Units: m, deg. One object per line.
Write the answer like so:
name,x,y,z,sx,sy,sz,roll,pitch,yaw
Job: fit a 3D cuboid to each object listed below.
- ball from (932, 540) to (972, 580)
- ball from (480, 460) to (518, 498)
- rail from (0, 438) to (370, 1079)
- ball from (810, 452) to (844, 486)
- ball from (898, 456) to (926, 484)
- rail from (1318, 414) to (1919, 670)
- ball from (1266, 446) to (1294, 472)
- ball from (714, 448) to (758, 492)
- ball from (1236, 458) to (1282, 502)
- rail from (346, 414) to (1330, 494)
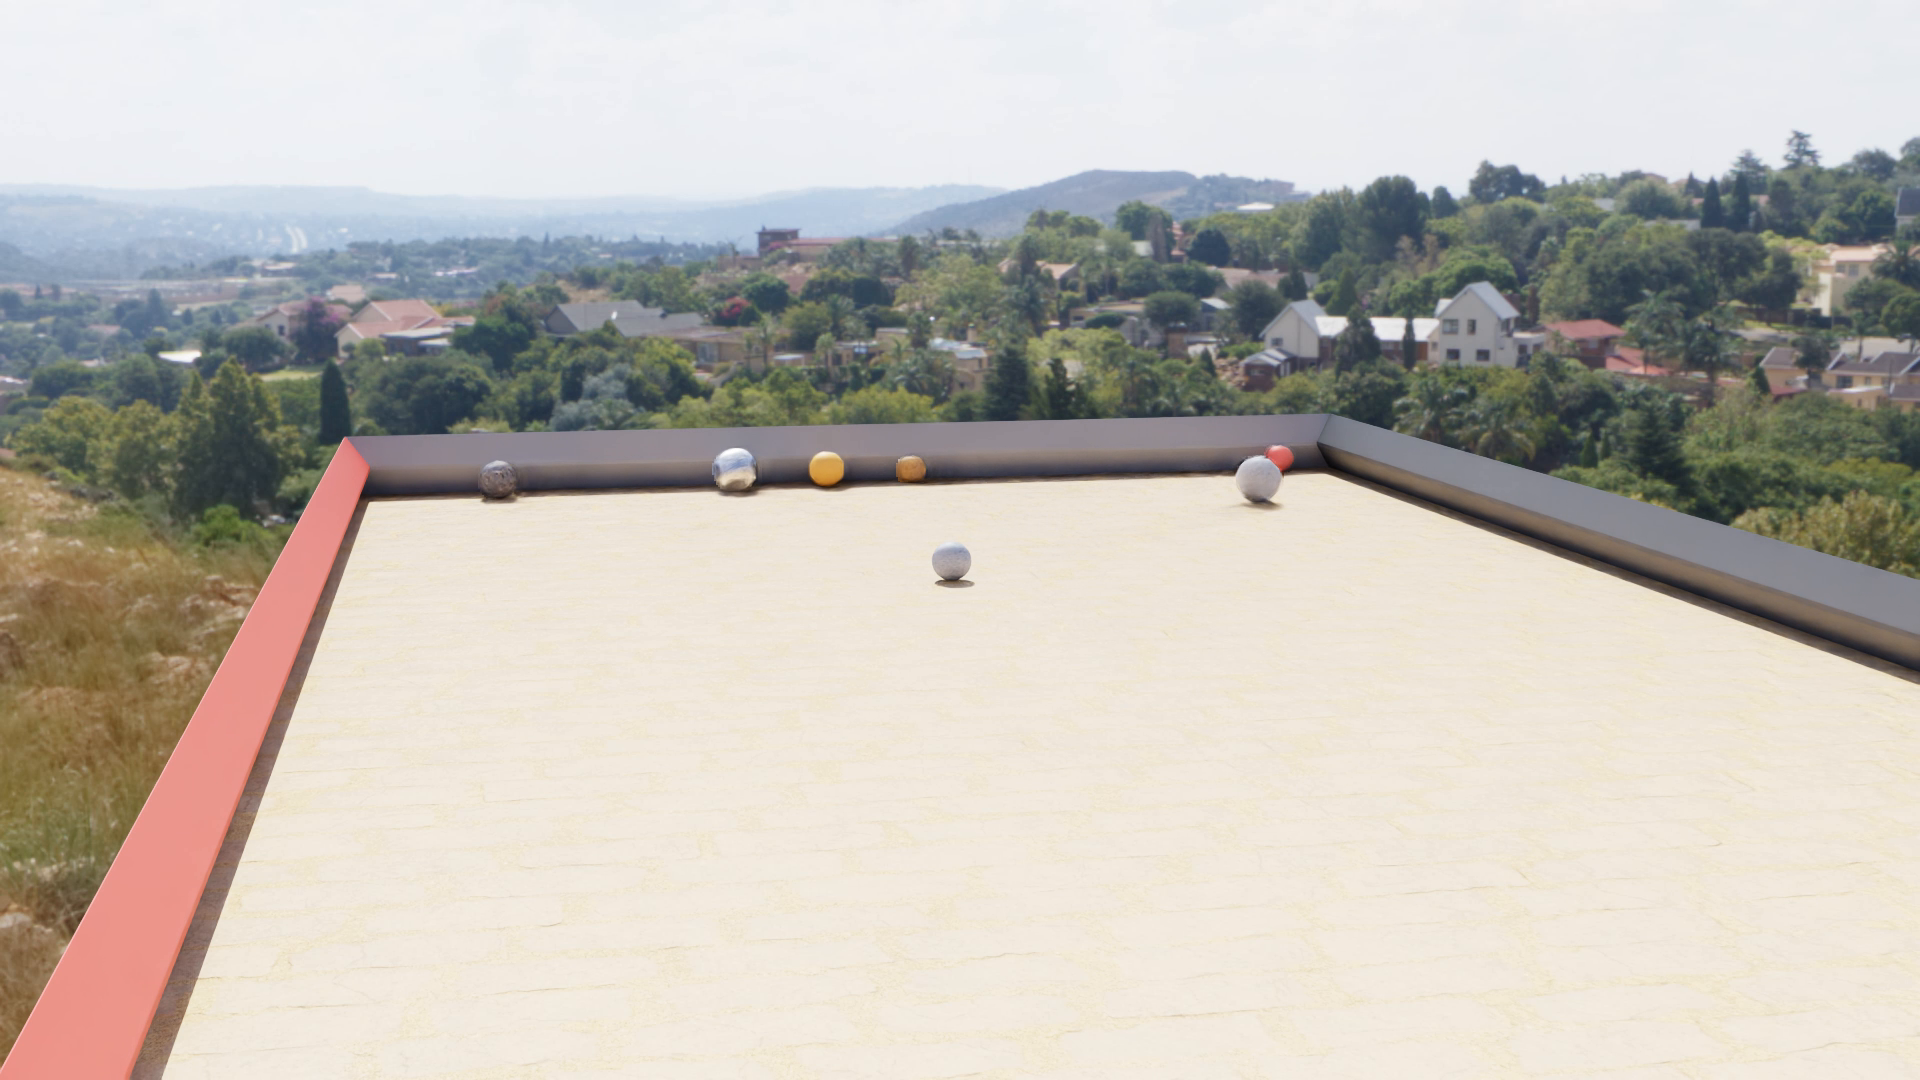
ball,-0.012,0.030,3.167,0.057,0.057,0.057,0,9,0
ball,-0.833,-0.109,3.969,0.068,0.068,0.068,0,9,0
rail,-0.717,0.157,2.246,0.045,0.106,3.662,-2,10,-12
ball,-0.249,-0.133,4.119,0.066,0.066,0.066,0,9,0
ball,-0.091,-0.134,4.166,0.053,0.053,0.053,0,9,0
rail,1.097,0.094,2.626,0.045,0.106,3.662,-2,10,-12
ball,0.627,-0.159,4.317,0.053,0.053,0.053,0,9,0
ball,-0.413,-0.130,4.060,0.080,0.080,0.080,0,9,0
ball,0.532,-0.107,3.919,0.082,0.082,0.082,0,9,0
rail,-0.185,-0.164,4.180,1.902,0.106,0.045,-2,10,-12
